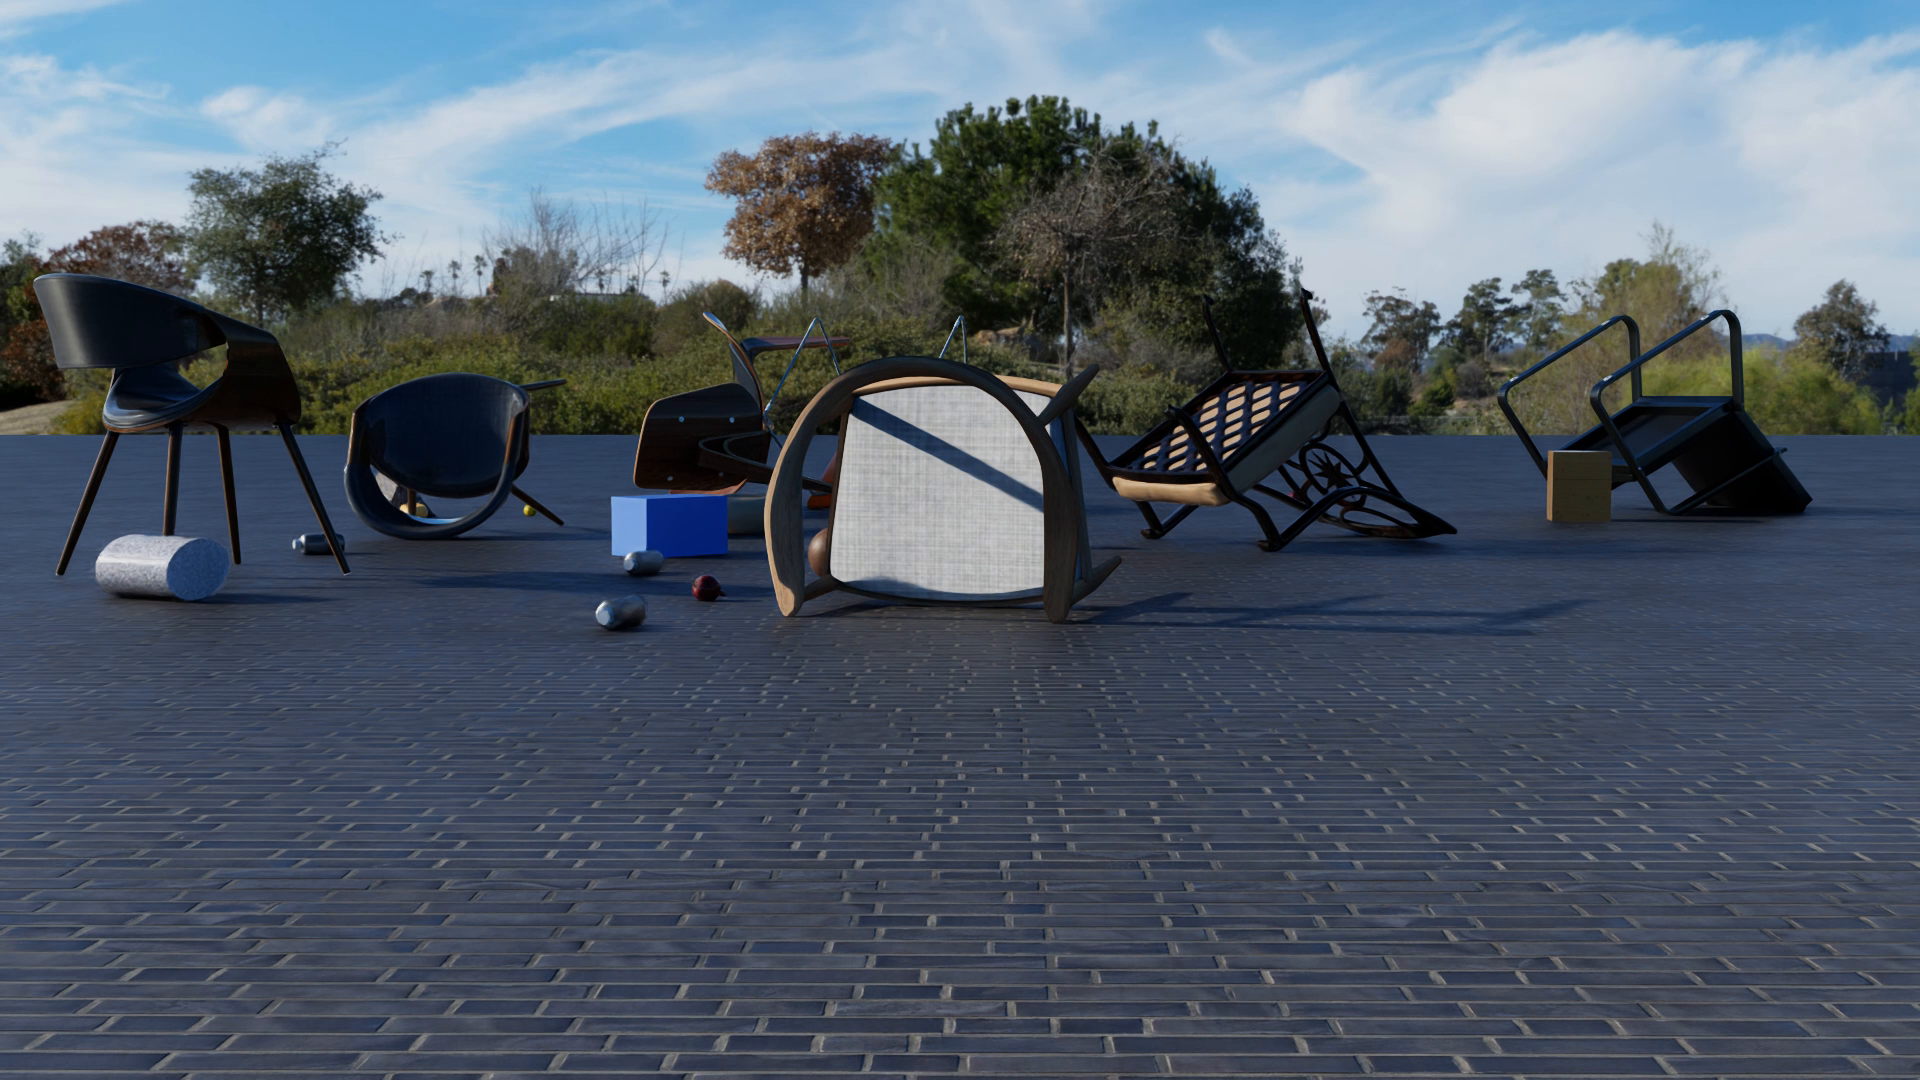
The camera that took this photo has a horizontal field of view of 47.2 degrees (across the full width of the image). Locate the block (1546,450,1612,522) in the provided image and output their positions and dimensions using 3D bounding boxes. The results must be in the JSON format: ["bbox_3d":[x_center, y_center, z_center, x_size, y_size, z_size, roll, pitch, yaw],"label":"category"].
[{"bbox_3d":[2.121,-0.186,7.535,0.193,0.236,0.165,1,4,9],"label":"block"}]

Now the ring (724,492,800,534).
[{"bbox_3d":[-0.653,-0.085,6.963,0.288,0.114,0.333,2,5,12],"label":"ring"}]

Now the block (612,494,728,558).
[{"bbox_3d":[-0.789,-0.040,5.980,0.265,0.158,0.166,-4,5,-42],"label":"block"}]

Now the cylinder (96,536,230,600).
[{"bbox_3d":[-1.720,0.059,4.740,0.225,0.127,0.169,2,19,30],"label":"cylinder"}]

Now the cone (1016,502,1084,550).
[{"bbox_3d":[0.215,-0.009,6.214,0.171,0.133,0.215,-30,32,-35],"label":"cone"}]

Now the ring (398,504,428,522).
[{"bbox_3d":[-1.860,-0.092,7.480,0.095,0.057,0.213,1,4,-14],"label":"ring"}]

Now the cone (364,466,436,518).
[{"bbox_3d":[-1.935,-0.127,7.722,0.221,0.200,0.245,27,-9,-34],"label":"cone"}]
